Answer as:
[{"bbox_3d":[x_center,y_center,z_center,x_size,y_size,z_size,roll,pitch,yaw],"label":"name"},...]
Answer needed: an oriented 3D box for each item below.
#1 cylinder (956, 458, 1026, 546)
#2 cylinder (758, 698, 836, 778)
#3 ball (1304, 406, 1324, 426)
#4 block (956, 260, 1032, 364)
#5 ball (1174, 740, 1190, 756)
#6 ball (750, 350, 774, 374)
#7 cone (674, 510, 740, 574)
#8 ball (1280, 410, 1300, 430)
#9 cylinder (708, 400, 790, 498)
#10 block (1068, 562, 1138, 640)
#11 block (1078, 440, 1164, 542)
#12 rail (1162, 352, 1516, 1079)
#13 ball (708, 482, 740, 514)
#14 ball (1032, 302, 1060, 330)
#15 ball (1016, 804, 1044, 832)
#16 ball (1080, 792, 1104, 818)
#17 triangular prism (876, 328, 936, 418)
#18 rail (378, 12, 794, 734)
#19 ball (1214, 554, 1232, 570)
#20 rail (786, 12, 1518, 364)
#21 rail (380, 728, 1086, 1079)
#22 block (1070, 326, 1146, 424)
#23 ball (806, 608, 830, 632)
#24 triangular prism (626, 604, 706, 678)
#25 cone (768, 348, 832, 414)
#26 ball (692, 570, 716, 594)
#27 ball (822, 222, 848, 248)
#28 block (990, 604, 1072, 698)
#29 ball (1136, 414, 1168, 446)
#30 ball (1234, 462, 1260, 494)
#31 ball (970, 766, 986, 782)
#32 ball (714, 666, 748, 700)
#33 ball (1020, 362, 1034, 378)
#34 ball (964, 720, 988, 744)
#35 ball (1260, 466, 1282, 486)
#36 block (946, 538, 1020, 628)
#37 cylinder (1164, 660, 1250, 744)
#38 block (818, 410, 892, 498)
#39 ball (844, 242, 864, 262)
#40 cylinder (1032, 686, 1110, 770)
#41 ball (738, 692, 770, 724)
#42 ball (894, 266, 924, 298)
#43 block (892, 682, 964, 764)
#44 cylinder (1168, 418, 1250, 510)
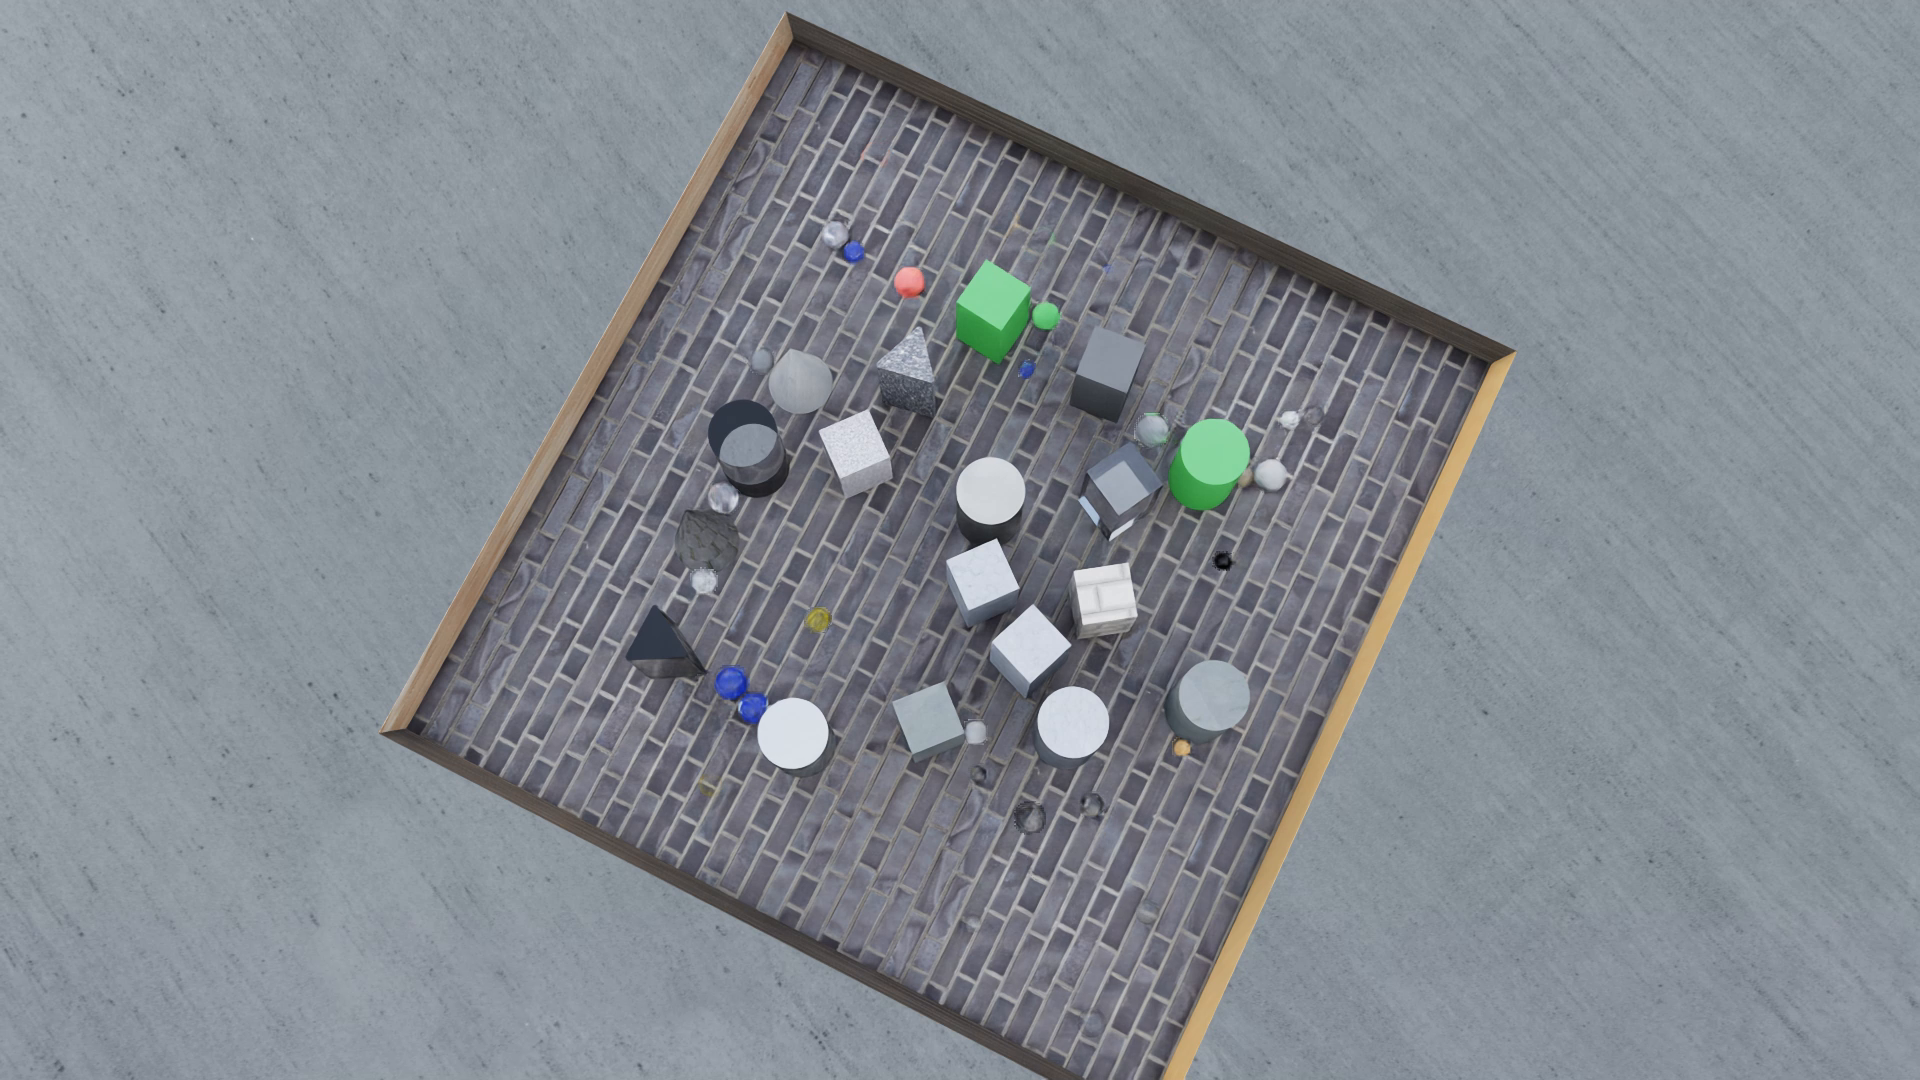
[{"bbox_3d":[0.089,-0.108,5.464,0.200,0.342,0.200,0,78,0],"label":"cylinder"},{"bbox_3d":[-0.471,0.578,5.327,0.200,0.333,0.200,0,78,0],"label":"cylinder"},{"bbox_3d":[1.096,-0.384,5.665,0.062,0.062,0.062,0,78,0],"label":"ball"},{"bbox_3d":[0.100,-0.690,5.585,0.160,0.341,0.160,33,80,6],"label":"block"},{"bbox_3d":[0.662,0.619,5.461,0.051,0.051,0.051,0,78,0],"label":"ball"},{"bbox_3d":[-0.613,-0.555,5.693,0.076,0.076,0.076,0,78,0],"label":"ball"},{"bbox_3d":[-0.775,-0.040,5.391,0.200,0.459,0.200,0,78,0],"label":"cone"},{"bbox_3d":[1.020,-0.371,5.664,0.057,0.057,0.057,0,78,0],"label":"ball"},{"bbox_3d":[-0.626,-0.268,5.470,0.200,0.396,0.200,0,78,0],"label":"cylinder"},{"bbox_3d":[0.421,0.184,5.433,0.160,0.285,0.160,-9,78,-2],"label":"block"},{"bbox_3d":[0.475,-0.141,5.456,0.160,0.371,0.160,-34,80,-7],"label":"block"},{"bbox_3d":[1.109,0.550,5.436,0.045,0.130,2.570,26,80,5],"label":"rail"},{"bbox_3d":[-0.721,-0.128,5.587,0.096,0.096,0.096,0,78,0],"label":"ball"},{"bbox_3d":[0.268,-0.699,5.717,0.089,0.089,0.089,0,78,0],"label":"ball"},{"bbox_3d":[0.206,0.820,5.404,0.084,0.084,0.084,0,78,0],"label":"ball"},{"bbox_3d":[0.391,0.784,5.418,0.072,0.072,0.072,0,78,0],"label":"ball"},{"bbox_3d":[-0.139,-0.515,5.529,0.173,0.381,0.150,17,79,3],"label":"triangular prism"},{"bbox_3d":[-1.109,-0.536,5.660,0.045,0.130,2.570,26,80,5],"label":"rail"},{"bbox_3d":[0.800,0.066,5.577,0.051,0.051,0.051,0,78,0],"label":"ball"},{"bbox_3d":[0.564,-1.098,5.777,2.527,0.130,0.045,26,80,5],"label":"rail"},{"bbox_3d":[-0.564,1.112,5.319,2.527,0.130,0.045,26,80,5],"label":"rail"},{"bbox_3d":[0.443,-0.497,5.548,0.160,0.337,0.160,22,79,4],"label":"block"},{"bbox_3d":[-0.428,0.242,5.531,0.071,0.071,0.071,0,78,0],"label":"ball"},{"bbox_3d":[-0.855,0.296,5.347,0.173,0.408,0.150,-4,78,-1],"label":"triangular prism"},{"bbox_3d":[-0.497,-0.526,5.543,0.200,0.357,0.200,0,78,0],"label":"cone"},{"bbox_3d":[-0.776,0.126,5.552,0.073,0.073,0.073,0,78,0],"label":"ball"},{"bbox_3d":[-0.392,-0.962,5.773,0.083,0.083,0.083,0,78,0],"label":"ball"},{"bbox_3d":[0.202,0.330,5.354,0.160,0.381,0.160,-42,81,-8],"label":"block"},{"bbox_3d":[0.591,-0.335,5.636,0.098,0.098,0.098,0,78,0],"label":"ball"},{"bbox_3d":[0.873,-0.194,5.625,0.099,0.099,0.099,0,78,0],"label":"ball"},{"bbox_3d":[0.054,0.696,5.447,0.050,0.050,0.050,0,78,0],"label":"ball"},{"bbox_3d":[-0.684,0.429,5.477,0.100,0.100,0.100,0,78,0],"label":"ball"},{"bbox_3d":[0.209,-0.530,5.702,0.047,0.047,0.047,0,78,0],"label":"ball"},{"bbox_3d":[0.046,0.573,5.462,0.070,0.070,0.070,0,78,0],"label":"ball"},{"bbox_3d":[0.949,-0.197,5.596,0.062,0.062,0.062,0,78,0],"label":"ball"},{"bbox_3d":[0.065,0.131,5.425,0.160,0.323,0.160,-23,79,-5],"label":"block"},{"bbox_3d":[0.715,0.474,5.330,0.200,0.370,0.200,0,78,0],"label":"cylinder"},{"bbox_3d":[-0.312,-0.256,5.533,0.160,0.267,0.160,-24,79,-5],"label":"block"},{"bbox_3d":[-0.334,-0.907,5.771,0.066,0.066,0.066,0,78,0],"label":"ball"},{"bbox_3d":[0.316,0.548,5.302,0.200,0.395,0.200,0,78,0],"label":"cylinder"},{"bbox_3d":[-0.615,0.501,5.465,0.093,0.093,0.093,0,78,0],"label":"ball"},{"bbox_3d":[-0.157,-0.807,5.735,0.096,0.096,0.096,0,78,0],"label":"ball"},{"bbox_3d":[-0.090,0.535,5.352,0.160,0.302,0.160,-21,79,-4],"label":"block"},{"bbox_3d":[0.742,-0.223,5.491,0.200,0.337,0.200,0,78,0],"label":"cylinder"}]
